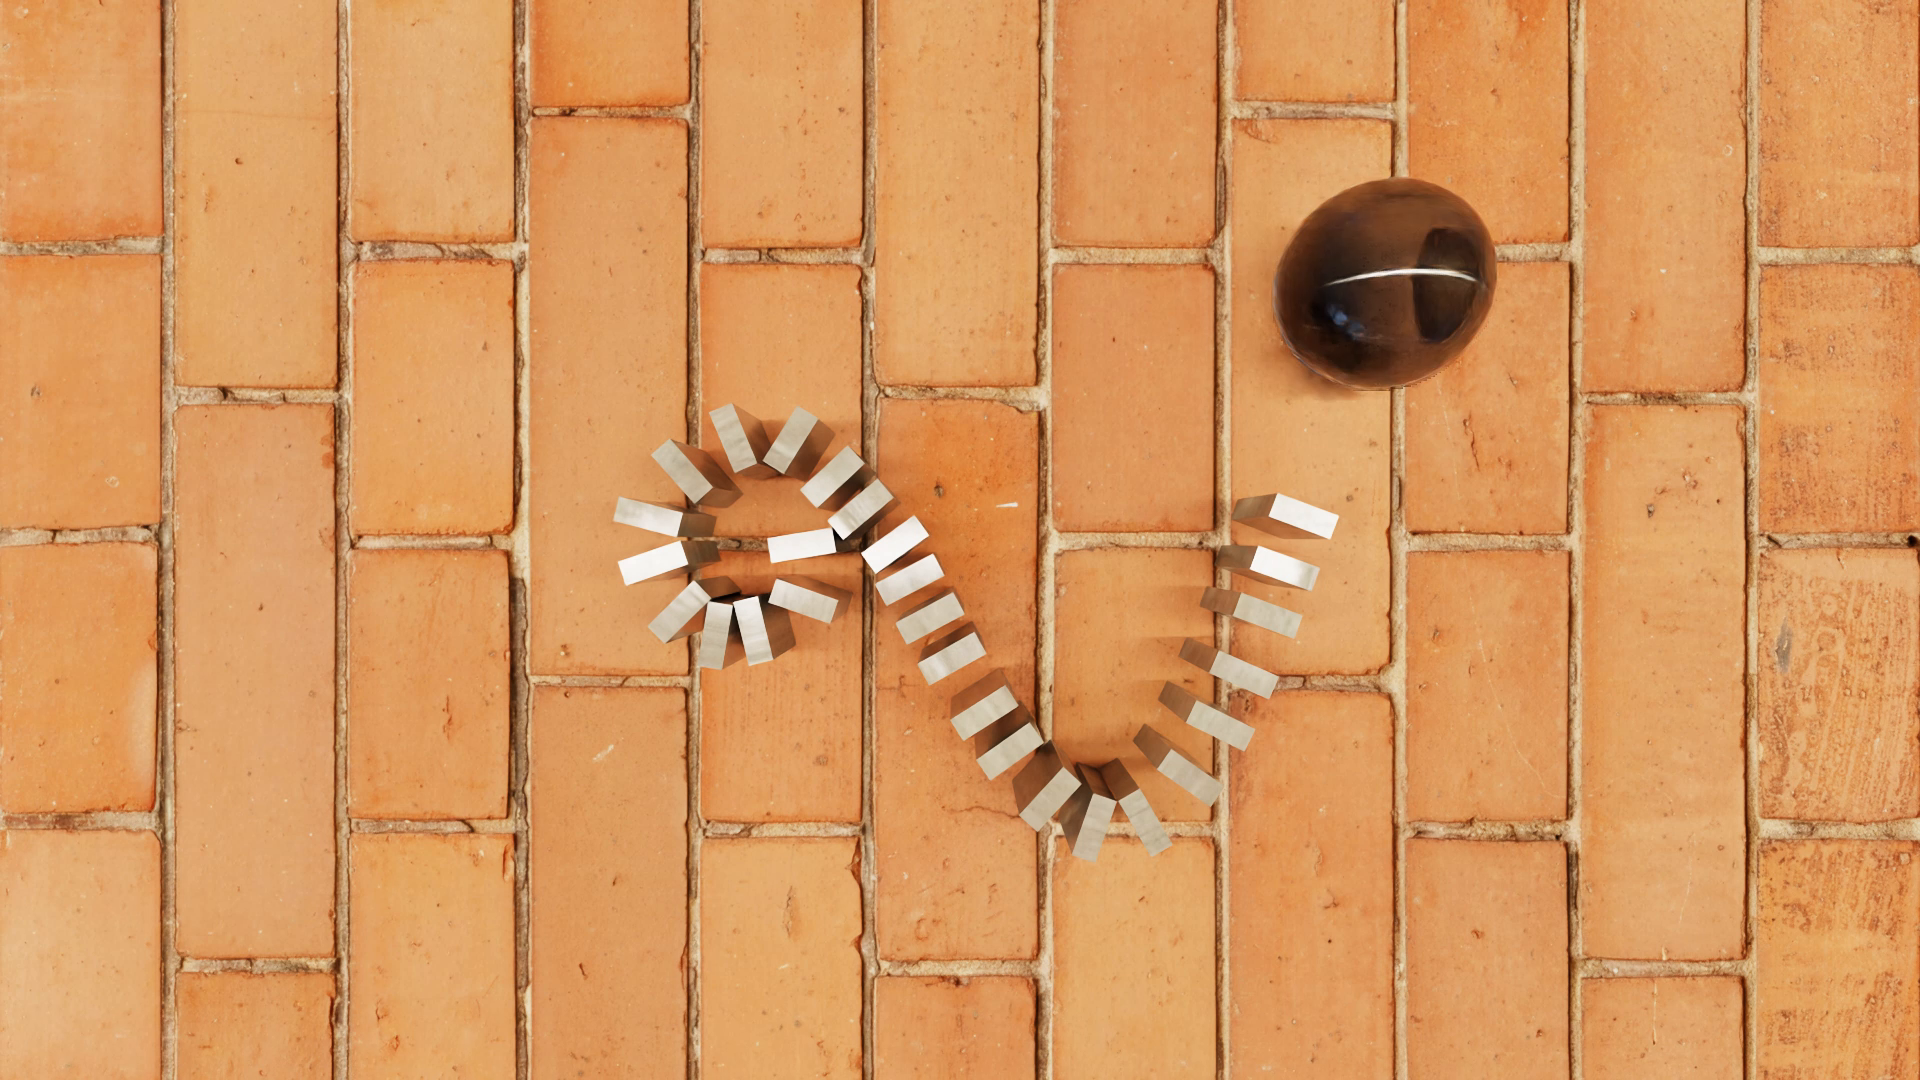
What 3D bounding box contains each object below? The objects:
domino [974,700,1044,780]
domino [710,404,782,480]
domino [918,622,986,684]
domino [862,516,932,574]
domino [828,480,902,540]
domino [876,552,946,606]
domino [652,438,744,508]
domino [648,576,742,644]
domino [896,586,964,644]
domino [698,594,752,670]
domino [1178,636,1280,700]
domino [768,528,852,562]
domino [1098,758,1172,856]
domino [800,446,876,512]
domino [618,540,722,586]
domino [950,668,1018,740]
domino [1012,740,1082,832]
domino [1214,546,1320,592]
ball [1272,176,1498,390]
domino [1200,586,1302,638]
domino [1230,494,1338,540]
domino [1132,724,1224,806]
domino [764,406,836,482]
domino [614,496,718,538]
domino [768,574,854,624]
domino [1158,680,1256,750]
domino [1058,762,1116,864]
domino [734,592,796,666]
[{"bbox_3d":[0.019,0.081,0.375,0.025,0.050,0.010,-35,90,0],"label":"domino"},{"bbox_3d":[-0.087,-0.039,0.375,0.010,0.050,0.025,-23,90,0],"label":"domino"},{"bbox_3d":[-0.003,0.045,0.375,0.025,0.050,0.010,-29,90,0],"label":"domino"},{"bbox_3d":[-0.025,0.002,0.375,0.025,0.050,0.009,-36,90,0],"label":"domino"},{"bbox_3d":[-0.038,-0.012,0.375,0.025,0.050,0.010,-40,90,0],"label":"domino"},{"bbox_3d":[-0.019,0.015,0.375,0.025,0.050,0.009,-28,90,0],"label":"domino"},{"bbox_3d":[-0.106,-0.026,0.375,0.009,0.050,0.025,-42,90,0],"label":"domino"},{"bbox_3d":[-0.107,0.028,0.375,0.025,0.050,0.010,-44,90,0],"label":"domino"},{"bbox_3d":[-0.011,0.030,0.375,0.025,0.050,0.009,-28,90,0],"label":"domino"},{"bbox_3d":[-0.094,0.037,0.375,0.010,0.050,0.025,10,90,0],"label":"domino"},{"bbox_3d":[0.109,0.052,0.375,0.025,0.050,0.010,24,90,0],"label":"domino"},{"bbox_3d":[-0.060,0.002,0.375,0.025,0.050,0.010,-9,90,0],"label":"domino"},{"bbox_3d":[0.071,0.108,0.375,0.009,0.050,0.025,-30,90,0],"label":"domino"},{"bbox_3d":[-0.049,-0.024,0.375,0.025,0.050,0.009,-43,90,0],"label":"domino"},{"bbox_3d":[-0.117,0.009,0.375,0.025,0.050,0.010,-19,90,0],"label":"domino"},{"bbox_3d":[0.009,0.066,0.375,0.025,0.050,0.010,-32,90,0],"label":"domino"},{"bbox_3d":[0.035,0.099,0.375,0.010,0.050,0.025,43,90,0],"label":"domino"},{"bbox_3d":[0.124,0.011,0.375,0.025,0.050,0.009,20,90,0],"label":"domino"},{"bbox_3d":[0.165,-0.100,0.360,0.080,0.080,0.080,0,90,0],"label":"ball"},{"bbox_3d":[0.118,0.029,0.375,0.025,0.050,0.010,21,90,0],"label":"domino"},{"bbox_3d":[0.131,-0.009,0.375,0.025,0.050,0.010,20,90,0],"label":"domino"},{"bbox_3d":[0.088,0.091,0.375,0.025,0.050,0.009,35,90,0],"label":"domino"},{"bbox_3d":[-0.065,-0.038,0.375,0.010,0.050,0.025,32,90,0],"label":"domino"},{"bbox_3d":[-0.119,-0.009,0.375,0.025,0.050,0.009,14,90,0],"label":"domino"},{"bbox_3d":[-0.060,0.023,0.375,0.025,0.050,0.009,19,90,0],"label":"domino"},{"bbox_3d":[0.100,0.071,0.375,0.025,0.050,0.010,26,90,0],"label":"domino"},{"bbox_3d":[0.051,0.110,0.375,0.009,0.050,0.025,19,90,0],"label":"domino"},{"bbox_3d":[-0.079,0.035,0.375,0.009,0.050,0.025,-14,90,0],"label":"domino"}]
